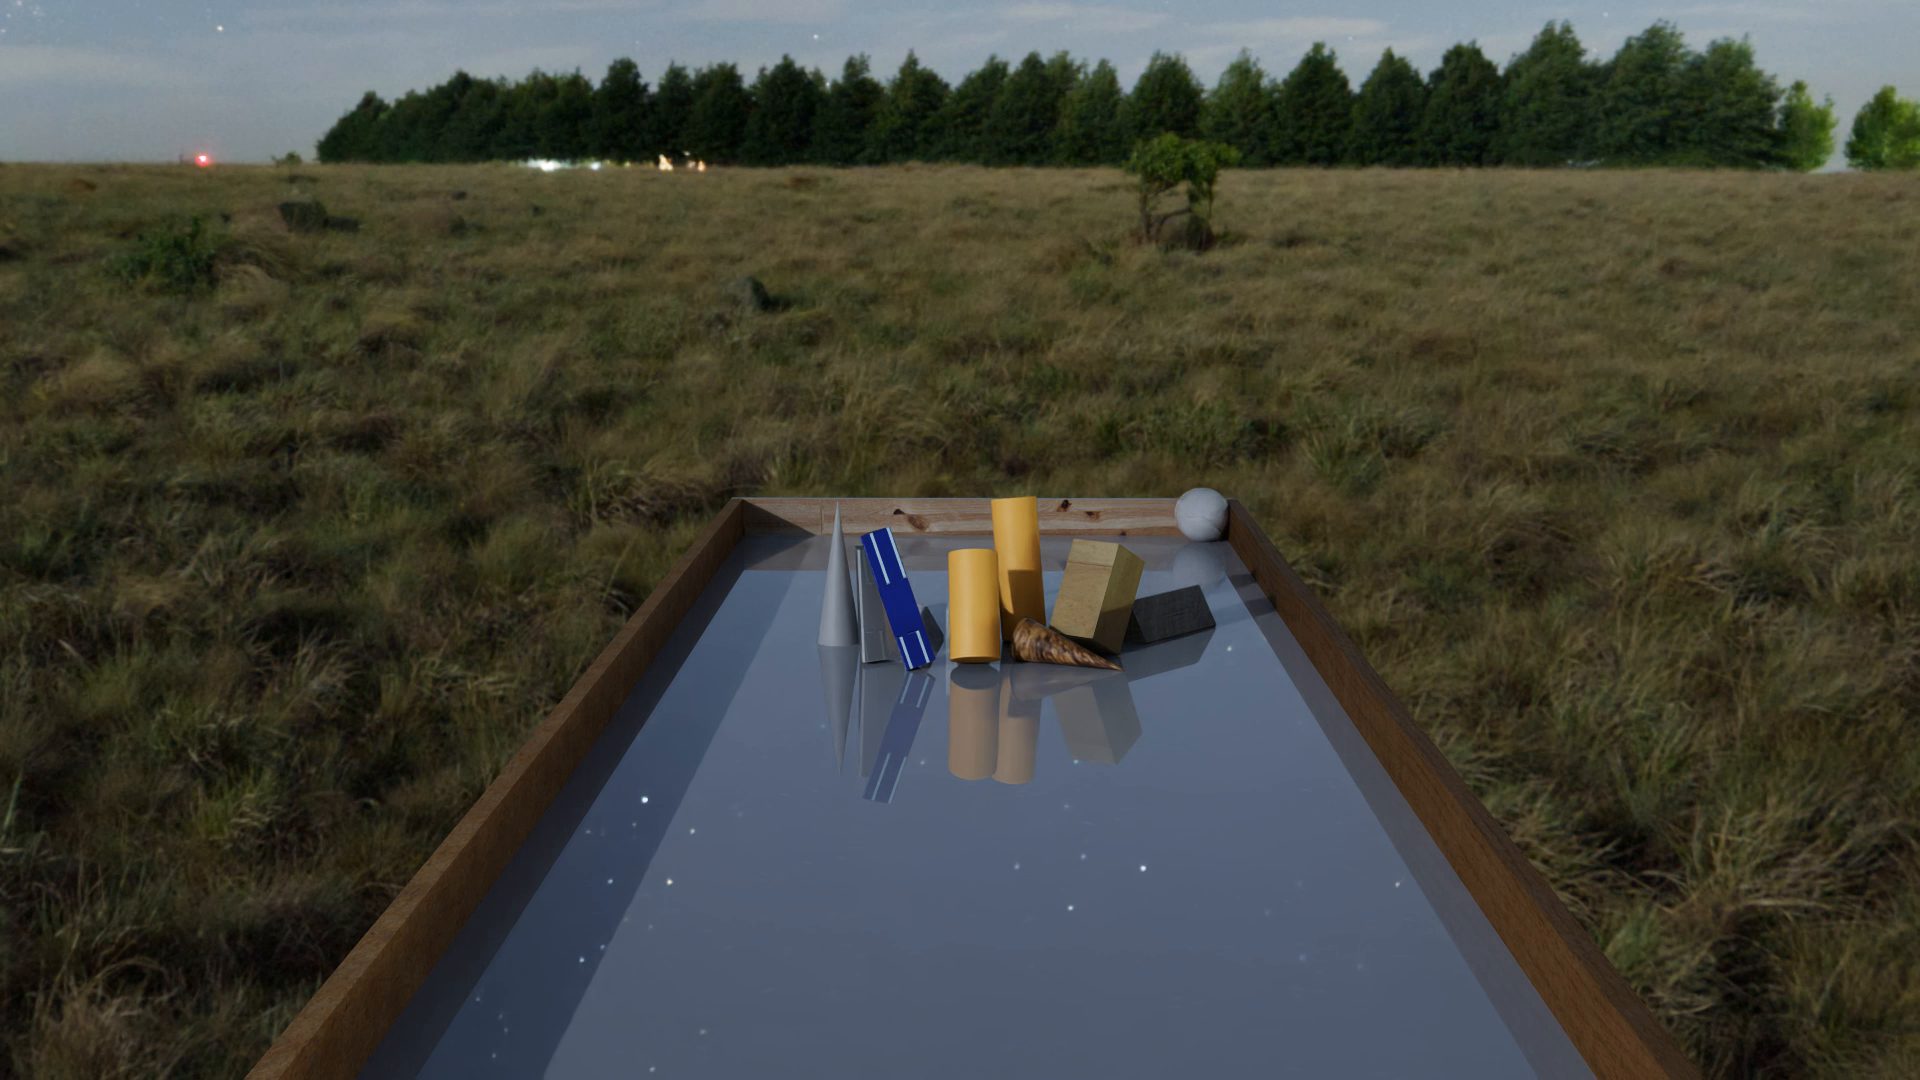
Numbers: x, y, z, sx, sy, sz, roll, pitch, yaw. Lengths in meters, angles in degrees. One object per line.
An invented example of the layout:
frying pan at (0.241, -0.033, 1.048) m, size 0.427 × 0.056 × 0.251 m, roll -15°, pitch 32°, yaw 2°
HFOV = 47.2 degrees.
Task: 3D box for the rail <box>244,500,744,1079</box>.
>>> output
rail at (-1.004, 0.839, 3.234) m, size 0.050 × 0.150 × 12.000 m, roll 0°, pitch 9°, yaw 1°

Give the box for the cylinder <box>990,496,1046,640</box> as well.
cylinder at (0.187, 0.089, 6.966) m, size 0.144 × 0.447 × 0.144 m, roll -5°, pitch 1°, yaw 0°

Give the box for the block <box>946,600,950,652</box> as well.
block at (0.035, 0.253, 6.981) m, size 0.136 × 0.136 × 0.374 m, roll 1°, pitch 9°, yaw 3°

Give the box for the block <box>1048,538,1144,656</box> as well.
block at (0.422, 0.175, 6.791) m, size 0.167 × 0.306 × 0.167 m, roll 7°, pitch -16°, yaw 37°

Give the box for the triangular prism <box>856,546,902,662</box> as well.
triangular prism at (-0.274, 0.189, 6.696) m, size 0.150 × 0.341 × 0.130 m, roll -6°, pitch 6°, yaw -35°

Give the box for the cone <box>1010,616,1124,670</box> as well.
cone at (0.341, 0.344, 6.620) m, size 0.357 × 0.138 × 0.138 m, roll 16°, pitch 15°, yaw 24°

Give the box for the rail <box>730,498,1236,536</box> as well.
rail at (0.099, -0.098, 9.147) m, size 2.100 × 0.150 × 0.050 m, roll 0°, pitch 9°, yaw 1°

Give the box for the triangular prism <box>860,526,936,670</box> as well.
triangular prism at (-0.195, 0.175, 6.584) m, size 0.095 × 0.422 × 0.082 m, roll -20°, pitch 4°, yaw -15°

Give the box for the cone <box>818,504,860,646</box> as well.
cone at (-0.384, 0.098, 6.938) m, size 0.139 × 0.455 × 0.139 m, roll 0°, pitch 9°, yaw 0°

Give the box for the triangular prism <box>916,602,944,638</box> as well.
triangular prism at (-0.191, 0.234, 7.180) m, size 0.121 × 0.105 × 0.408 m, roll -4°, pitch 10°, yaw -24°

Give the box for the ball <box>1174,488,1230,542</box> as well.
ball at (0.984, -0.103, 8.946) m, size 0.224 × 0.224 × 0.224 m, roll 0°, pitch 9°, yaw 0°

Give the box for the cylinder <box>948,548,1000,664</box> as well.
cylinder at (0.043, 0.199, 6.614) m, size 0.151 × 0.325 × 0.151 m, roll -1°, pitch -10°, yaw 0°

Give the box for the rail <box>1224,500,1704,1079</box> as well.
rail at (1.046, 0.843, 3.208) m, size 0.050 × 0.150 × 12.000 m, roll 0°, pitch 9°, yaw 1°
